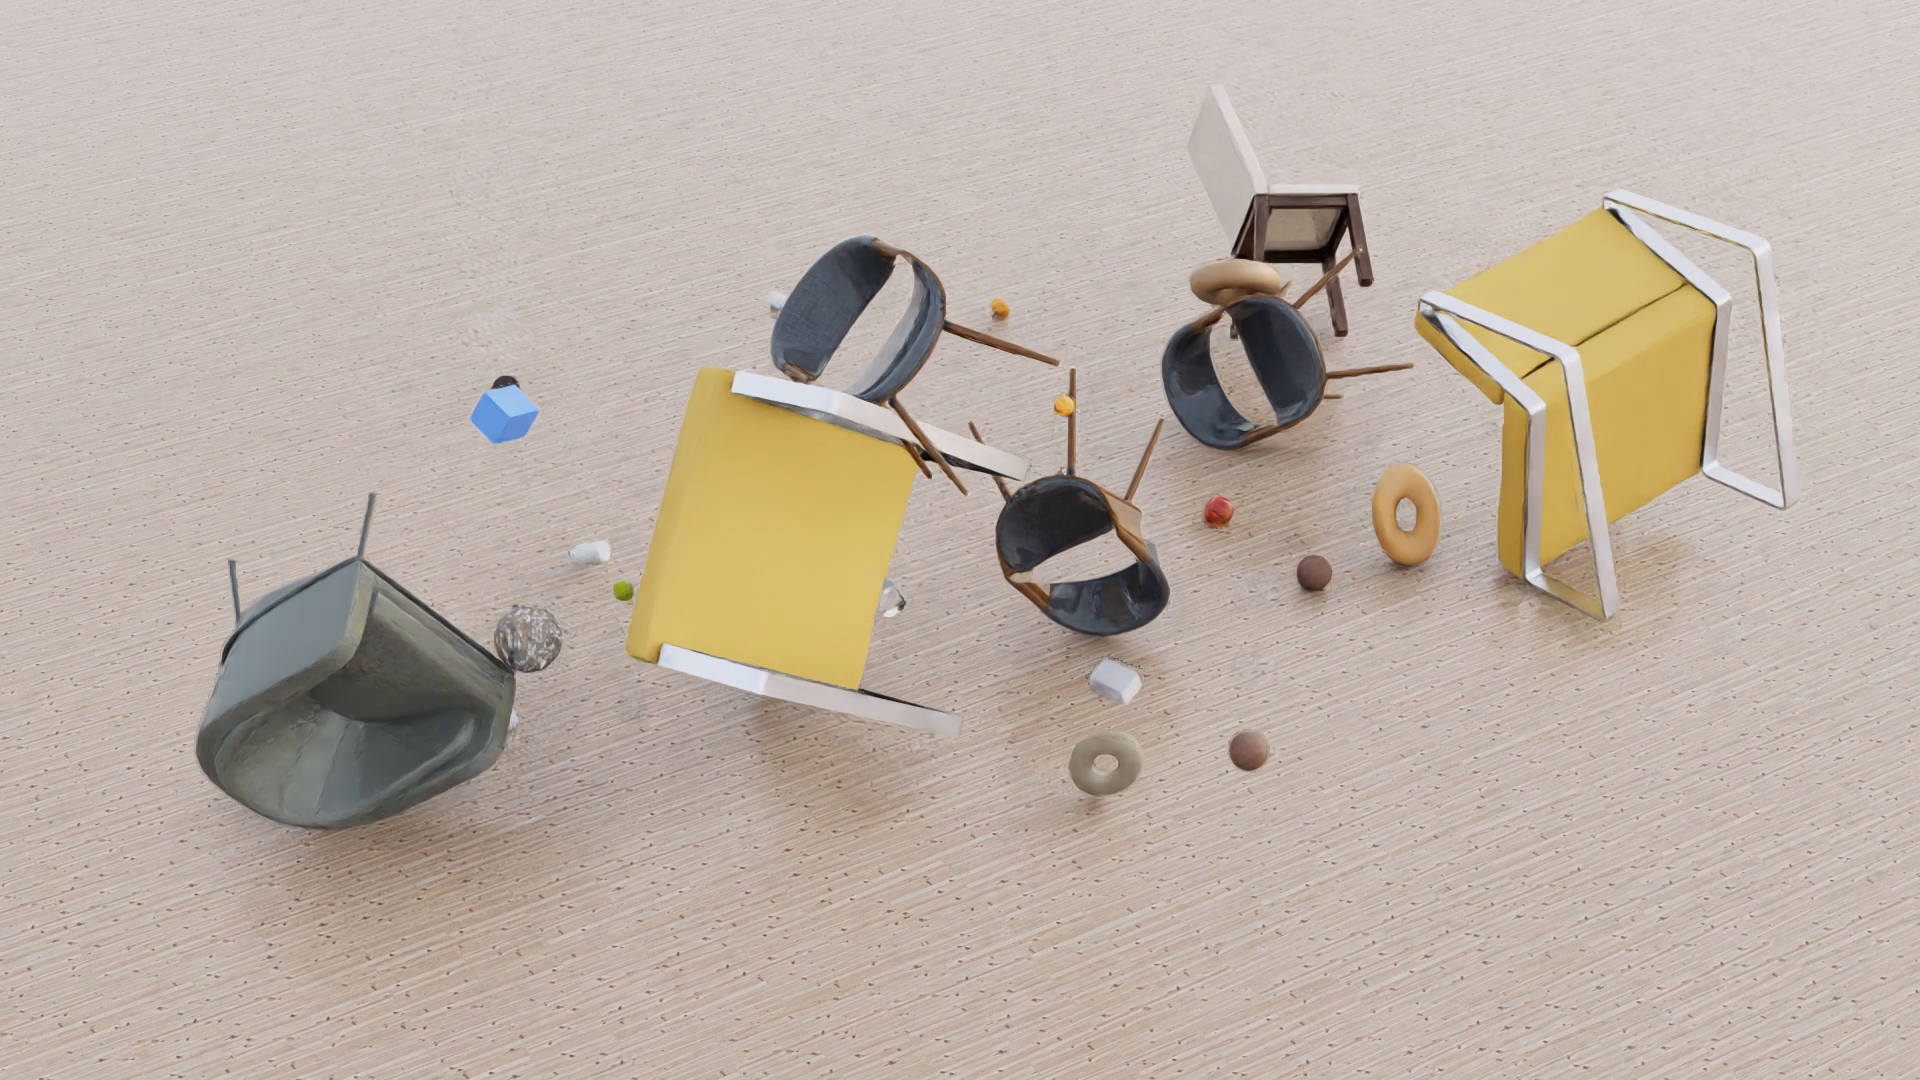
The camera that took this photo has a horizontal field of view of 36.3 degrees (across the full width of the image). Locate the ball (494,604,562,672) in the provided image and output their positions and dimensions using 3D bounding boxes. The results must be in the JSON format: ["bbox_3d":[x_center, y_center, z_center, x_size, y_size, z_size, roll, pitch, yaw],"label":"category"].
[{"bbox_3d":[-1.391,0.318,9.450,0.218,0.218,0.218,0,33,0],"label":"ball"}]

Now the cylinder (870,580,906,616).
[{"bbox_3d":[-0.257,0.211,10.510,0.092,0.092,0.094,-29,26,10],"label":"cylinder"}]

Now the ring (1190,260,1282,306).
[{"bbox_3d":[1.095,-1.018,11.624,0.409,0.282,0.111,3,69,-31],"label":"ring"}]

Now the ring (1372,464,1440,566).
[{"bbox_3d":[1.640,-0.093,10.770,0.254,0.381,0.121,-9,8,-7],"label":"ring"}]

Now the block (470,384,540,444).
[{"bbox_3d":[-1.707,-0.471,10.990,0.145,0.138,0.172,44,31,17],"label":"block"}]

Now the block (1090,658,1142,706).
[{"bbox_3d":[0.536,0.489,10.103,0.140,0.080,0.094,24,62,32],"label":"block"}]

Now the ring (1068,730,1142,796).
[{"bbox_3d":[0.472,0.726,9.523,0.225,0.333,0.049,26,46,-5],"label":"ring"}]

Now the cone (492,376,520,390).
[{"bbox_3d":[-1.817,-0.634,11.848,0.112,0.131,0.242,5,18,-2],"label":"cone"}]
